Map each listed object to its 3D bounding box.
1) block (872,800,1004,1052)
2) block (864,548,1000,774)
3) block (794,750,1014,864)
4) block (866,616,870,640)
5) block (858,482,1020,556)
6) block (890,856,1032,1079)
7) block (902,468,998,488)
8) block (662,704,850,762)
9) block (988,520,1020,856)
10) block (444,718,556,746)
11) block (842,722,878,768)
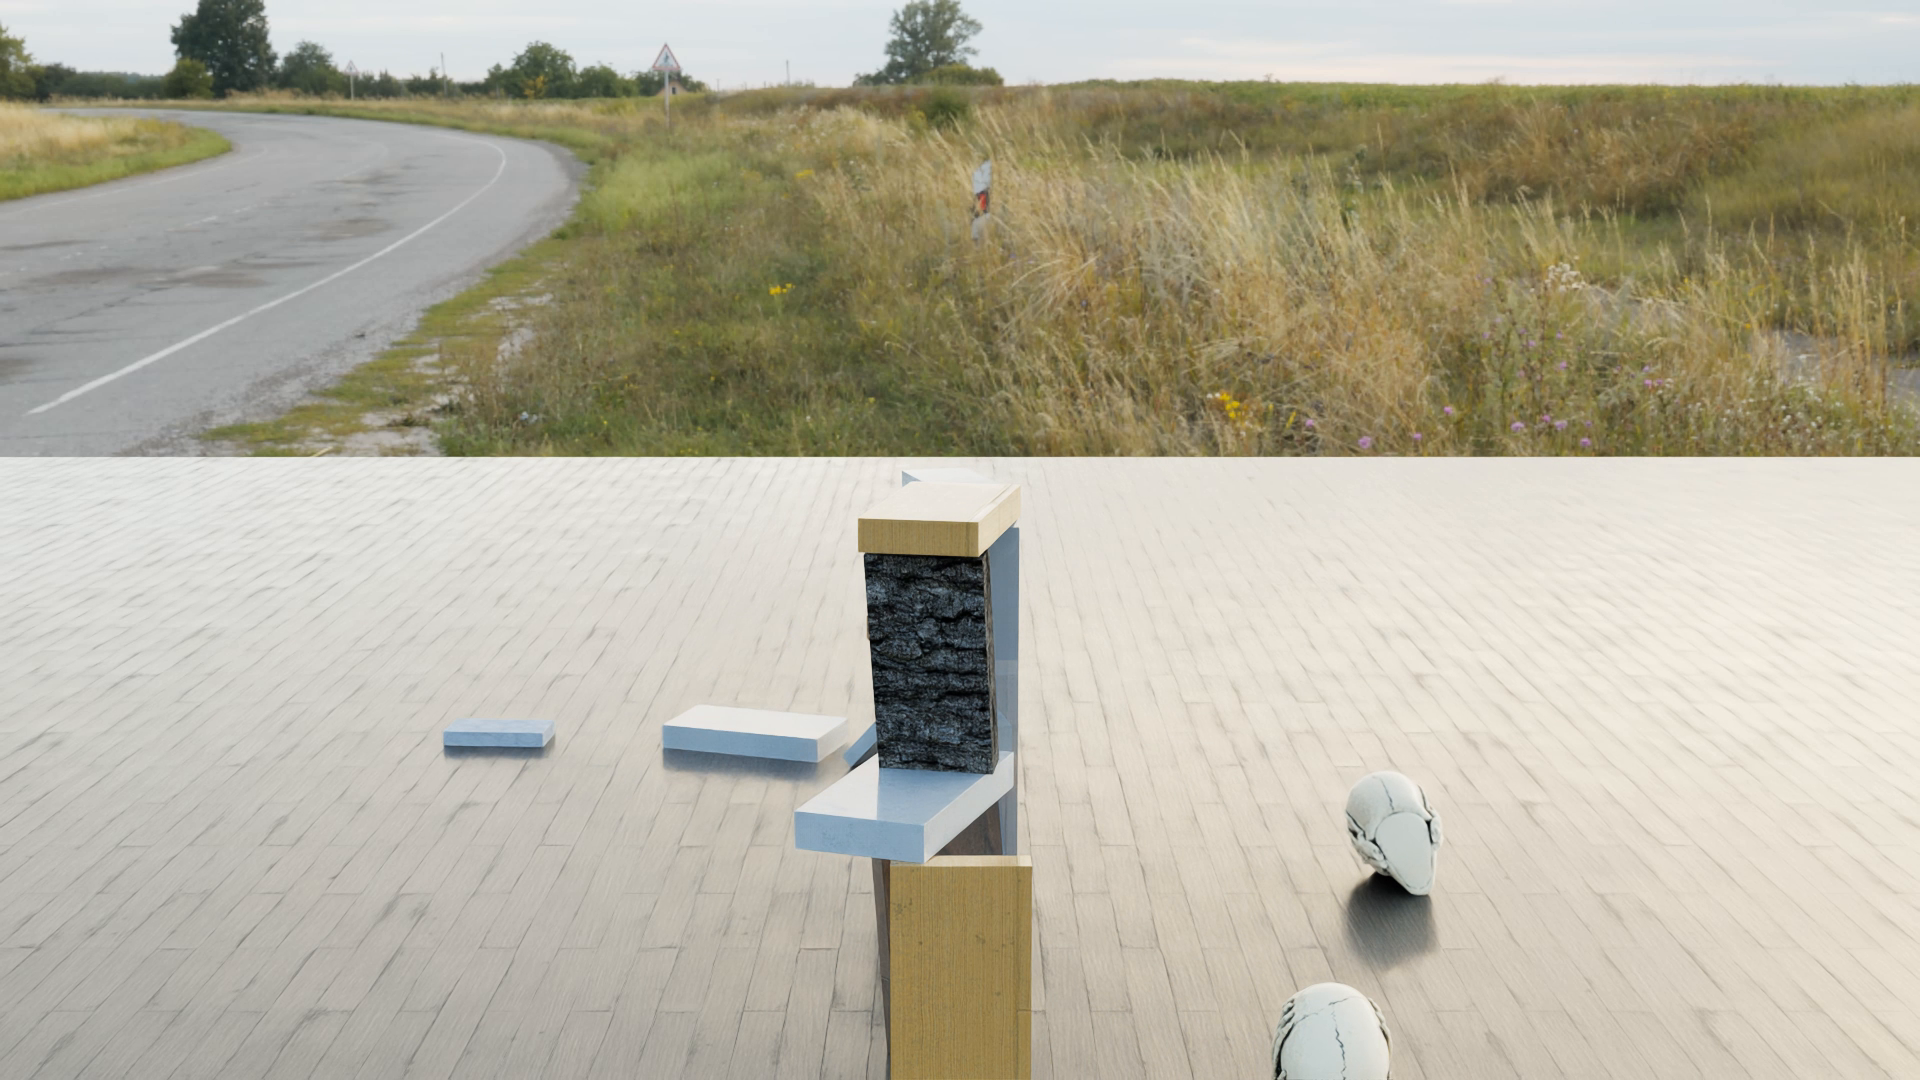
[{"bbox_3d":[-0.024,0.525,3.055,0.176,0.352,0.050,-4,-4,-19],"label":"block"},{"bbox_3d":[-0.036,0.158,2.920,0.158,0.315,0.045,2,24,12],"label":"block"},{"bbox_3d":[-0.068,0.344,2.926,0.176,0.050,0.352,4,11,19],"label":"block"},{"bbox_3d":[-0.042,0.185,4.024,0.156,0.044,0.311,-5,12,-23],"label":"block"},{"bbox_3d":[-0.023,-0.031,2.951,0.157,0.045,0.315,2,10,11],"label":"block"},{"bbox_3d":[0.001,0.576,2.772,0.176,0.352,0.050,0,7,0],"label":"block"},{"bbox_3d":[-0.012,-0.093,3.957,0.123,0.035,0.246,-3,11,-17],"label":"block"},{"bbox_3d":[-0.422,0.400,4.560,0.345,0.049,0.172,4,11,18],"label":"block"},{"bbox_3d":[0.003,0.245,3.120,0.158,0.556,0.045,0,16,0],"label":"block"},{"bbox_3d":[-0.963,0.402,4.598,0.209,0.030,0.104,1,11,3],"label":"block"},{"bbox_3d":[-0.138,0.369,4.394,0.030,0.209,0.104,51,31,14],"label":"block"}]
